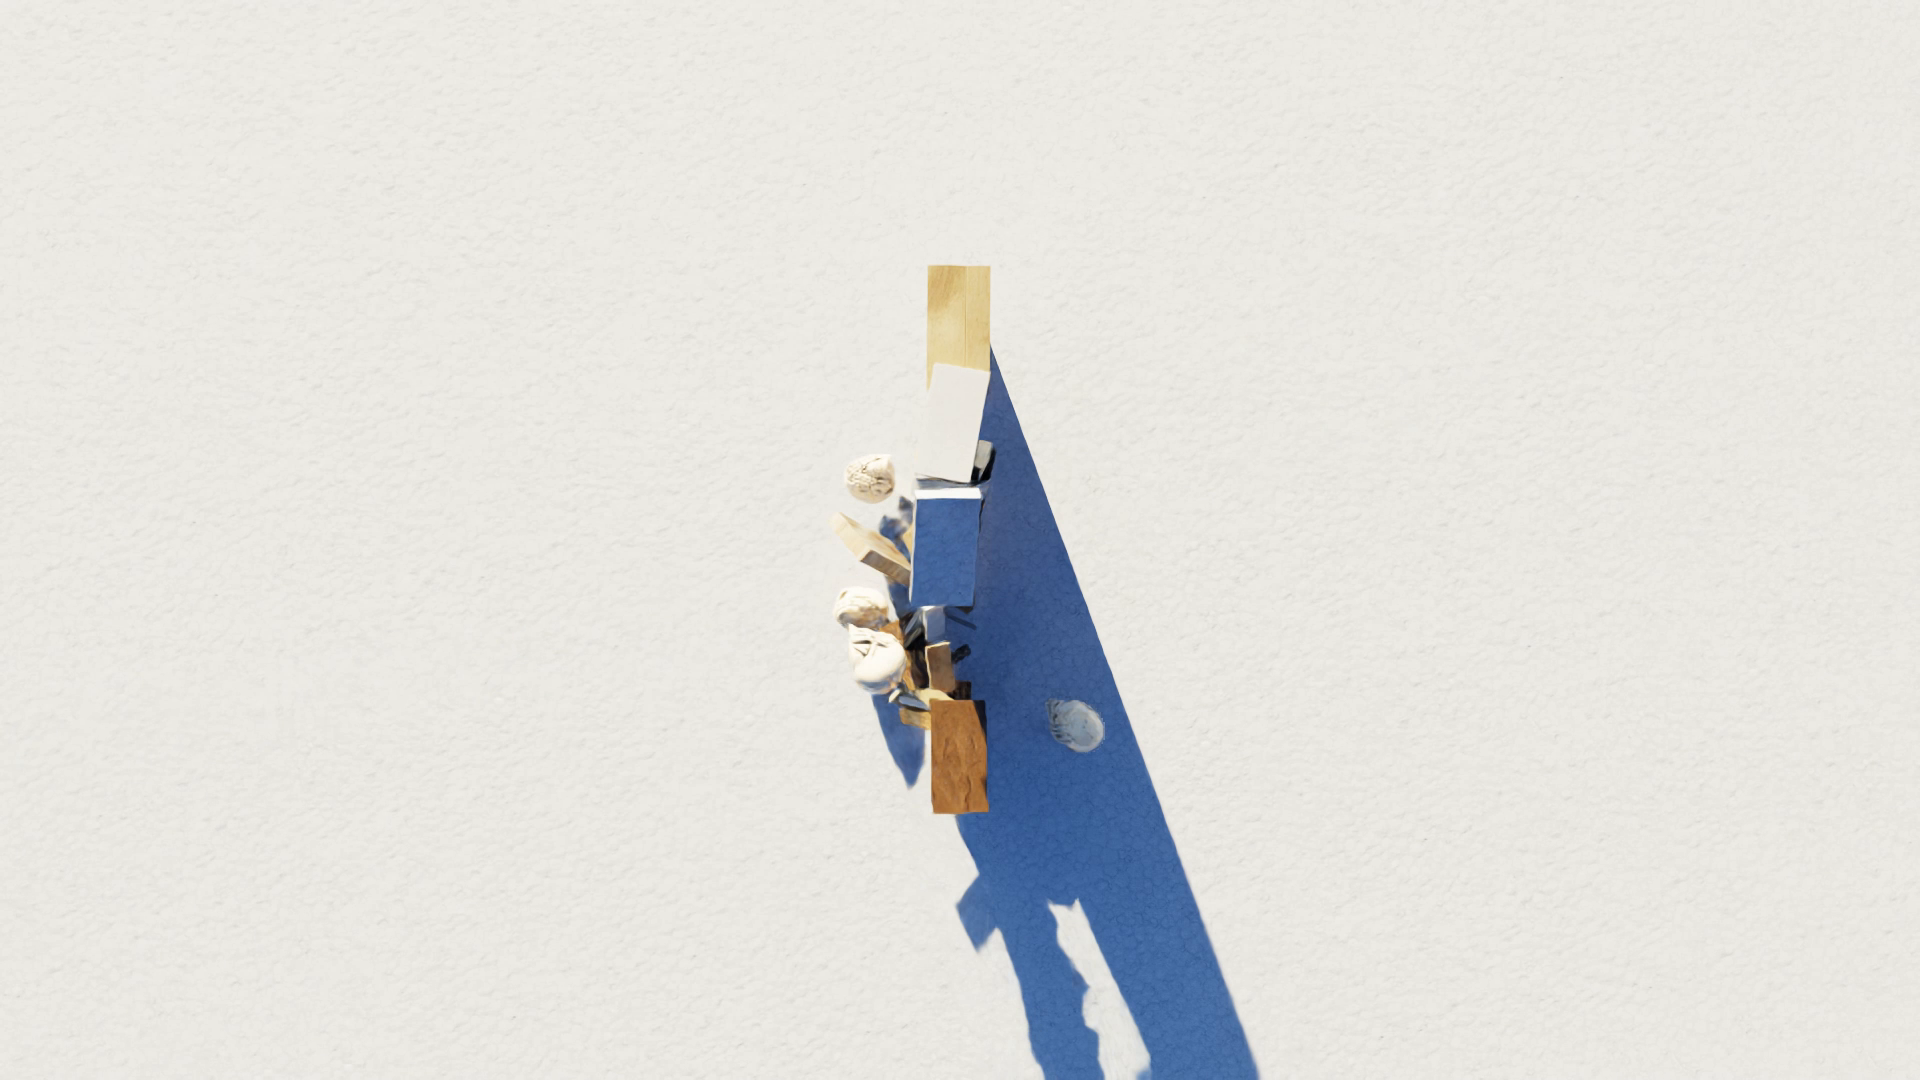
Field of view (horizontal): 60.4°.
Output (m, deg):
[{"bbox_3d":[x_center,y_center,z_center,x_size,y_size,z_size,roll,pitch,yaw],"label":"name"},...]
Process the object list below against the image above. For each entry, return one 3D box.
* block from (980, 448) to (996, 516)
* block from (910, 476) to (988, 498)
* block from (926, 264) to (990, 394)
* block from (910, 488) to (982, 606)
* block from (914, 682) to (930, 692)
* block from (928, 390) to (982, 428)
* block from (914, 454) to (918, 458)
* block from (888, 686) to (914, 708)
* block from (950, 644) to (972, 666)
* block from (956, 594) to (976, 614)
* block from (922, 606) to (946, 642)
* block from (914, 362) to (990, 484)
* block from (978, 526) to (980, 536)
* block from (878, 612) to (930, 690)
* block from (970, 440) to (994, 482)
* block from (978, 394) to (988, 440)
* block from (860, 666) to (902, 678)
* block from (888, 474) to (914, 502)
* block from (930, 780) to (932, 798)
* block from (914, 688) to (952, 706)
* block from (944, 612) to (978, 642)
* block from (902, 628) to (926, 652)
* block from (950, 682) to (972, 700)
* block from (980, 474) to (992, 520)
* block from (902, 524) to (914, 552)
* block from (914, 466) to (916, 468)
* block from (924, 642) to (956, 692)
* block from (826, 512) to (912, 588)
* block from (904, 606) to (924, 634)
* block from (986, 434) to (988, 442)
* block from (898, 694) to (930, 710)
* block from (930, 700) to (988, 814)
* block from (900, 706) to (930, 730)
[{"bbox_3d":[-0.018,-0.115,4.798,0.173,0.049,0.347,14,100,4],"label":"block"},{"bbox_3d":[-0.025,-0.146,4.592,0.170,0.340,0.048,8,96,7],"label":"block"},{"bbox_3d":[-0.004,-0.572,4.482,0.171,0.048,0.341,1,90,0],"label":"block"},{"bbox_3d":[-0.042,0.023,4.436,0.170,0.048,0.340,-1,122,-7],"label":"block"},{"bbox_3d":[-0.117,0.467,5.164,0.060,0.120,0.017,-39,84,21],"label":"block"},{"bbox_3d":[-0.012,-0.361,4.649,0.151,0.394,0.043,4,86,0],"label":"block"},{"bbox_3d":[-0.097,-0.249,5.368,0.098,0.049,0.014,26,95,-22],"label":"block"},{"bbox_3d":[-0.158,0.492,5.095,0.060,0.120,0.017,-40,47,22],"label":"block"},{"bbox_3d":[-0.056,0.405,5.365,0.121,0.241,0.034,-31,88,22],"label":"block"},{"bbox_3d":[-0.028,0.158,5.337,0.153,0.305,0.043,31,79,7],"label":"block"},{"bbox_3d":[-0.079,0.250,5.069,0.063,0.018,0.125,-19,129,-21],"label":"block"},{"bbox_3d":[-0.021,-0.312,4.427,0.151,0.043,0.302,10,87,1],"label":"block"},{"bbox_3d":[-0.014,-0.049,5.343,0.153,0.305,0.043,14,84,3],"label":"block"},{"bbox_3d":[-0.150,0.364,5.247,0.121,0.034,0.241,-29,86,22],"label":"block"},{"bbox_3d":[-0.002,-0.231,4.597,0.151,0.302,0.043,11,108,5],"label":"block"},{"bbox_3d":[-0.004,-0.421,5.126,0.175,0.049,0.349,0,90,0],"label":"block"},{"bbox_3d":[-0.249,0.419,5.205,0.120,0.060,0.017,-6,83,-16],"label":"block"},{"bbox_3d":[-0.183,-0.171,5.466,0.098,0.014,0.049,32,83,8],"label":"block"},{"bbox_3d":[-0.004,0.702,5.133,0.160,0.732,0.045,0,93,0],"label":"block"},{"bbox_3d":[-0.078,0.471,4.923,0.075,0.149,0.021,4,95,-18],"label":"block"},{"bbox_3d":[-0.005,0.280,5.379,0.121,0.241,0.034,24,91,0],"label":"block"},{"bbox_3d":[-0.126,0.309,5.151,0.063,0.125,0.018,0,59,-34],"label":"block"},{"bbox_3d":[0.004,0.527,5.354,0.068,0.019,0.136,0,90,0],"label":"block"},{"bbox_3d":[-0.009,-0.141,4.980,0.173,0.347,0.049,19,68,3],"label":"block"},{"bbox_3d":[-0.055,-0.049,4.612,0.170,0.340,0.048,-25,96,8],"label":"block"},{"bbox_3d":[-0.126,-0.232,5.447,0.049,0.098,0.014,40,102,-10],"label":"block"},{"bbox_3d":[-0.061,0.393,5.028,0.075,0.021,0.149,-12,100,-21],"label":"block"},{"bbox_3d":[-0.258,0.031,5.014,0.049,0.346,0.173,-45,62,7],"label":"block"},{"bbox_3d":[-0.121,0.247,5.144,0.063,0.125,0.018,-6,53,-38],"label":"block"},{"bbox_3d":[-0.003,-0.304,5.325,0.175,0.349,0.049,0,90,0],"label":"block"},{"bbox_3d":[-0.108,0.489,4.987,0.075,0.156,0.021,-4,97,-39],"label":"block"},{"bbox_3d":[-0.003,0.624,4.751,0.160,0.045,0.320,-1,84,0],"label":"block"},{"bbox_3d":[-0.056,0.529,4.971,0.160,0.320,0.045,-7,91,-20],"label":"block"}]
